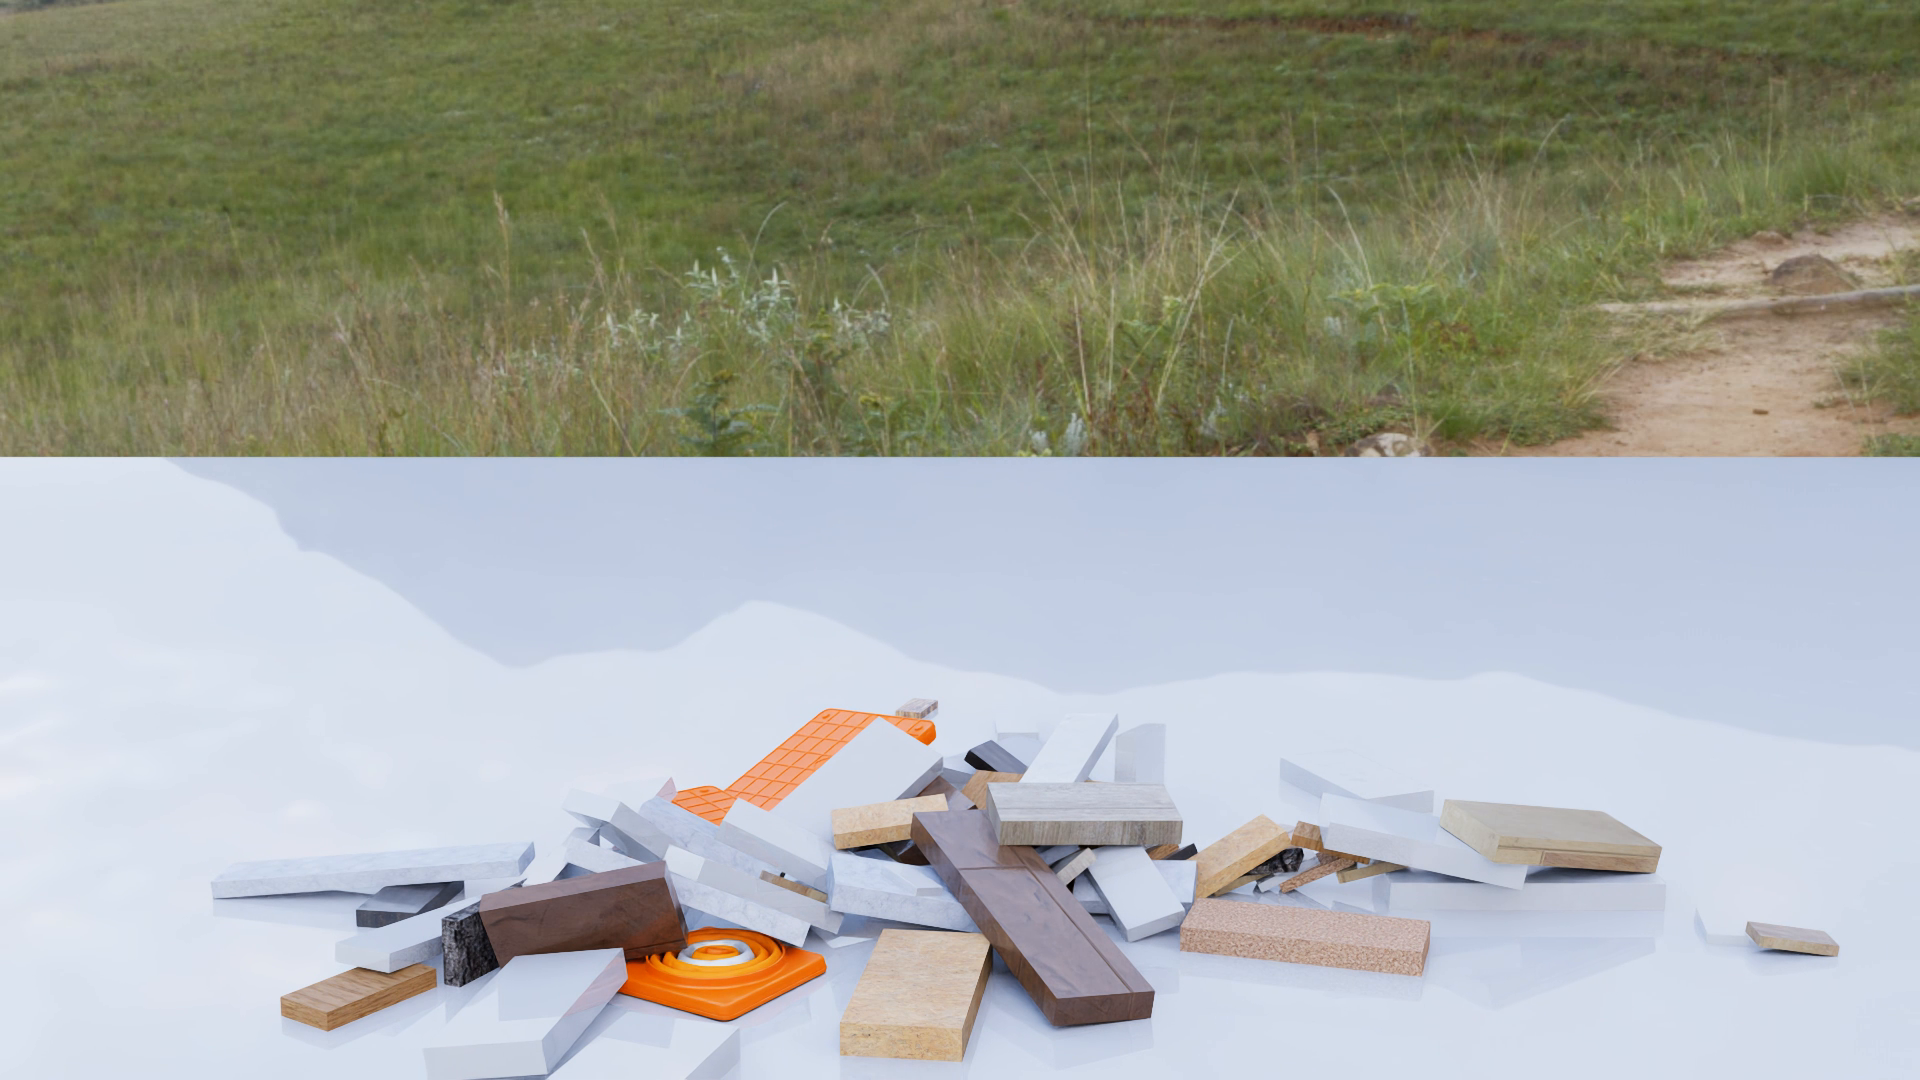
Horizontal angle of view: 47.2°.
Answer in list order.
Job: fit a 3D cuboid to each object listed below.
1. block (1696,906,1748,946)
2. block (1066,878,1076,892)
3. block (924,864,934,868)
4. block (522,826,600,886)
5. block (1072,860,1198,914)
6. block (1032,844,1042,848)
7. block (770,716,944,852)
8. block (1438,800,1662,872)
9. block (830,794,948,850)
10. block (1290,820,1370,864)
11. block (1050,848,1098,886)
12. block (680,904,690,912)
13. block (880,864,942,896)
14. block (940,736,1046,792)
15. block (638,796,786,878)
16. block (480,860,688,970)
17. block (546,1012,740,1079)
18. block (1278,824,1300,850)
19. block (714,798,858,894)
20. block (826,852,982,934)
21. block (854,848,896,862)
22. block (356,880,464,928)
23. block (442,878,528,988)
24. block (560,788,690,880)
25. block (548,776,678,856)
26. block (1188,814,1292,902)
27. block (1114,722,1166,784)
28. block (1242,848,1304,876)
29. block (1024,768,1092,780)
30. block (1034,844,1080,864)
[{"bbox_3d":[1.209,0.614,3.492,0.062,0.017,0.123,2,11,10],"label":"block"},{"bbox_3d":[0.279,0.567,3.618,0.194,0.028,0.097,4,35,18],"label":"block"},{"bbox_3d":[-0.080,0.563,3.693,0.108,0.015,0.054,-2,8,-11],"label":"block"},{"bbox_3d":[-0.621,0.560,3.448,0.039,0.139,0.278,1,11,7],"label":"block"},{"bbox_3d":[0.284,0.563,3.572,0.194,0.028,0.097,-1,34,12],"label":"block"},{"bbox_3d":[0.131,0.504,3.753,0.163,0.023,0.081,-21,27,-8],"label":"block"},{"bbox_3d":[-0.183,0.445,3.878,0.150,0.043,0.301,29,49,27],"label":"block"},{"bbox_3d":[0.977,0.490,3.639,0.324,0.046,0.162,7,12,-22],"label":"block"},{"bbox_3d":[-0.118,0.480,3.750,0.198,0.028,0.099,-8,18,-4],"label":"block"},{"bbox_3d":[0.619,0.502,3.647,0.131,0.018,0.065,14,17,13],"label":"block"},{"bbox_3d":[0.161,0.544,3.573,0.081,0.023,0.163,-36,-3,-21],"label":"block"},{"bbox_3d":[-0.526,0.592,3.487,0.139,0.039,0.278,1,6,7],"label":"block"},{"bbox_3d":[-0.077,0.538,3.475,0.050,0.014,0.100,5,11,-37],"label":"block"},{"bbox_3d":[0.093,0.443,4.265,0.159,0.045,0.318,11,11,32],"label":"block"},{"bbox_3d":[-0.412,0.506,3.673,0.256,0.036,0.128,26,0,3],"label":"block"},{"bbox_3d":[-0.556,0.566,3.263,0.278,0.139,0.039,-11,31,2],"label":"block"},{"bbox_3d":[-0.433,0.713,2.876,0.169,0.048,0.338,3,11,18],"label":"block"},{"bbox_3d":[0.565,0.535,3.912,0.067,0.019,0.133,8,13,38],"label":"block"},{"bbox_3d":[-0.275,0.518,3.666,0.256,0.036,0.128,26,12,1],"label":"block"},{"bbox_3d":[-0.056,0.567,3.506,0.308,0.044,0.154,10,9,-8],"label":"block"},{"bbox_3d":[-0.142,0.551,3.769,0.046,0.013,0.093,-5,12,-26],"label":"block"},{"bbox_3d":[-0.899,0.587,3.604,0.101,0.029,0.203,2,11,9],"label":"block"},{"bbox_3d":[-0.710,0.597,3.353,0.029,0.103,0.205,5,12,26],"label":"block"},{"bbox_3d":[-0.521,0.496,3.614,0.132,0.037,0.264,7,-28,44],"label":"block"},{"bbox_3d":[-0.606,0.497,3.852,0.128,0.036,0.256,-9,19,21],"label":"block"},{"bbox_3d":[0.449,0.532,3.673,0.194,0.028,0.097,-30,17,-9],"label":"block"},{"bbox_3d":[0.334,0.421,4.073,0.039,0.139,0.278,2,1,16],"label":"block"},{"bbox_3d":[0.515,0.538,3.670,0.109,0.015,0.054,-9,17,24],"label":"block"},{"bbox_3d":[0.197,0.460,4.099,0.086,0.024,0.173,38,17,34],"label":"block"},{"bbox_3d":[0.115,0.538,3.664,0.163,0.023,0.081,-25,0,-9],"label":"block"}]
